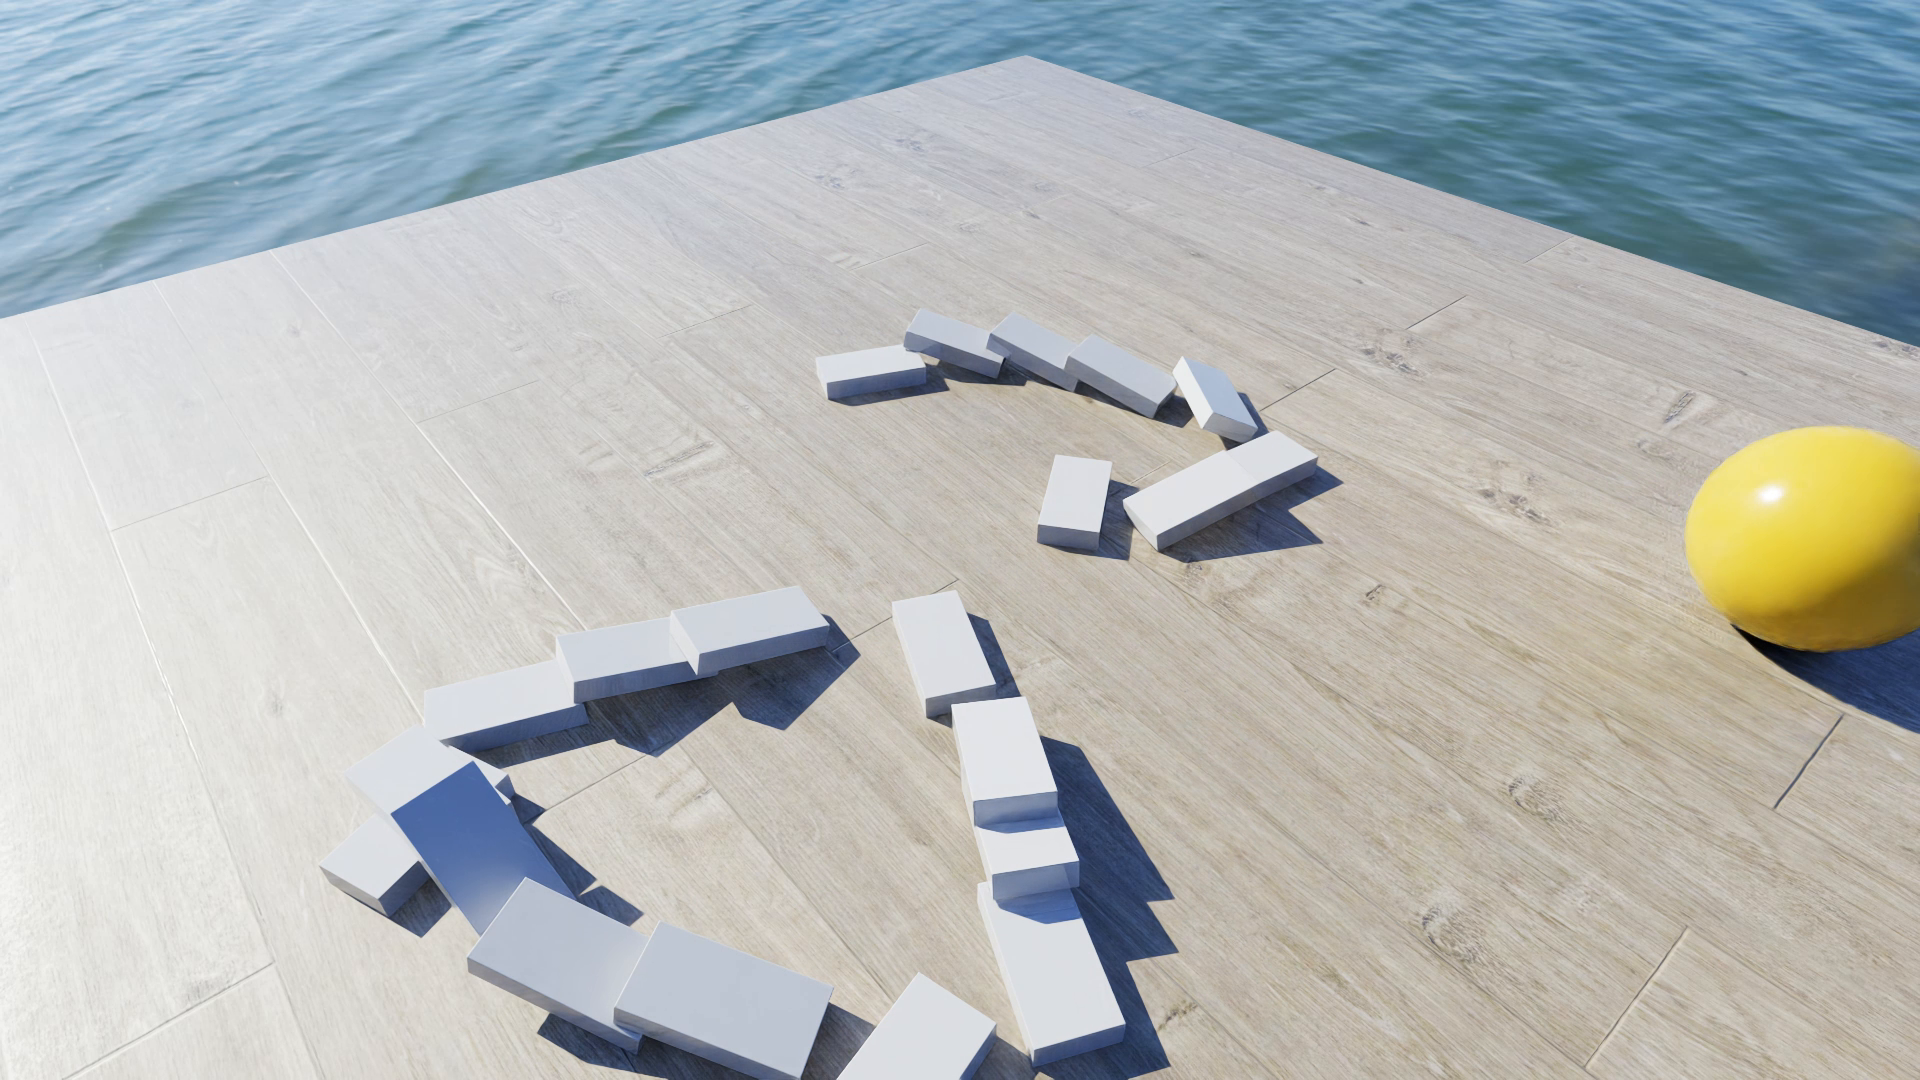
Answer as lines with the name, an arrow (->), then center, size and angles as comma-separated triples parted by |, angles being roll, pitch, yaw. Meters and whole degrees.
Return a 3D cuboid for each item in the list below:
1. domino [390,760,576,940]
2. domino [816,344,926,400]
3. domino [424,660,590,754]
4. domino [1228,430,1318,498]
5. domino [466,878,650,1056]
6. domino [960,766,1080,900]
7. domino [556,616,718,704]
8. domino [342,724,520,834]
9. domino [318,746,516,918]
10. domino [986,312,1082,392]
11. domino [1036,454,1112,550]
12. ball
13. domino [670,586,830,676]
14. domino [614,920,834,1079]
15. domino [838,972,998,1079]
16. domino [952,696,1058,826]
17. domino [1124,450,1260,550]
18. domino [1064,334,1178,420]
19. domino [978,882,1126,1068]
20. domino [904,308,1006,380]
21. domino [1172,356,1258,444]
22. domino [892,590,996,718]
domino -> -0.135, 0.091, 0.312 | 0.025, 0.009, 0.050 | -36, 85, -36
domino -> -0.044, -0.084, 0.546 | 0.050, 0.009, 0.025 | -11, 41, -13
domino -> -0.154, 0.057, 0.374 | 0.050, 0.009, 0.025 | -13, 41, -16
domino -> 0.129, -0.031, 0.481 | 0.050, 0.009, 0.025 | -23, 44, -25
domino -> -0.102, 0.114, 0.294 | 0.050, 0.009, 0.025 | 24, 43, 4
domino -> 0.017, 0.085, 0.330 | 0.025, 0.009, 0.050 | -7, 26, -8
domino -> -0.113, 0.041, 0.385 | 0.050, 0.009, 0.025 | -9, 38, -30
domino -> -0.161, 0.078, 0.333 | 0.050, 0.010, 0.025 | 26, 46, 28
domino -> -0.165, 0.088, 0.336 | 0.025, 0.010, 0.050 | 18, 43, 21
domino -> 0.041, -0.094, 0.549 | 0.050, 0.010, 0.025 | 29, 46, 12
domino -> 0.049, -0.017, 0.464 | 0.025, 0.010, 0.050 | 8, 40, 9
ball -> 0.303, 0.000, 0.388 | 0.080, 0.080, 0.080 | 0, 39, 0
domino -> -0.075, 0.032, 0.395 | 0.050, 0.009, 0.025 | -11, 40, -34
domino -> -0.061, 0.121, 0.287 | 0.050, 0.010, 0.025 | 20, 42, 2
domino -> -0.015, 0.137, 0.276 | 0.025, 0.010, 0.050 | 23, 45, 26
domino -> 0.013, 0.068, 0.344 | 0.025, 0.010, 0.050 | -5, 26, -6
domino -> 0.096, -0.017, 0.455 | 0.050, 0.010, 0.025 | -26, 46, -11
domino -> 0.078, -0.079, 0.532 | 0.050, 0.009, 0.025 | 32, 47, 15
domino -> 0.024, 0.115, 0.303 | 0.025, 0.010, 0.050 | -10, 40, -12
domino -> -0.001, -0.100, 0.556 | 0.050, 0.010, 0.025 | 19, 42, 3
domino -> 0.119, -0.066, 0.517 | 0.025, 0.010, 0.050 | 16, 35, -20
domino -> -0.006, 0.040, 0.395 | 0.025, 0.010, 0.050 | -10, 40, -12
